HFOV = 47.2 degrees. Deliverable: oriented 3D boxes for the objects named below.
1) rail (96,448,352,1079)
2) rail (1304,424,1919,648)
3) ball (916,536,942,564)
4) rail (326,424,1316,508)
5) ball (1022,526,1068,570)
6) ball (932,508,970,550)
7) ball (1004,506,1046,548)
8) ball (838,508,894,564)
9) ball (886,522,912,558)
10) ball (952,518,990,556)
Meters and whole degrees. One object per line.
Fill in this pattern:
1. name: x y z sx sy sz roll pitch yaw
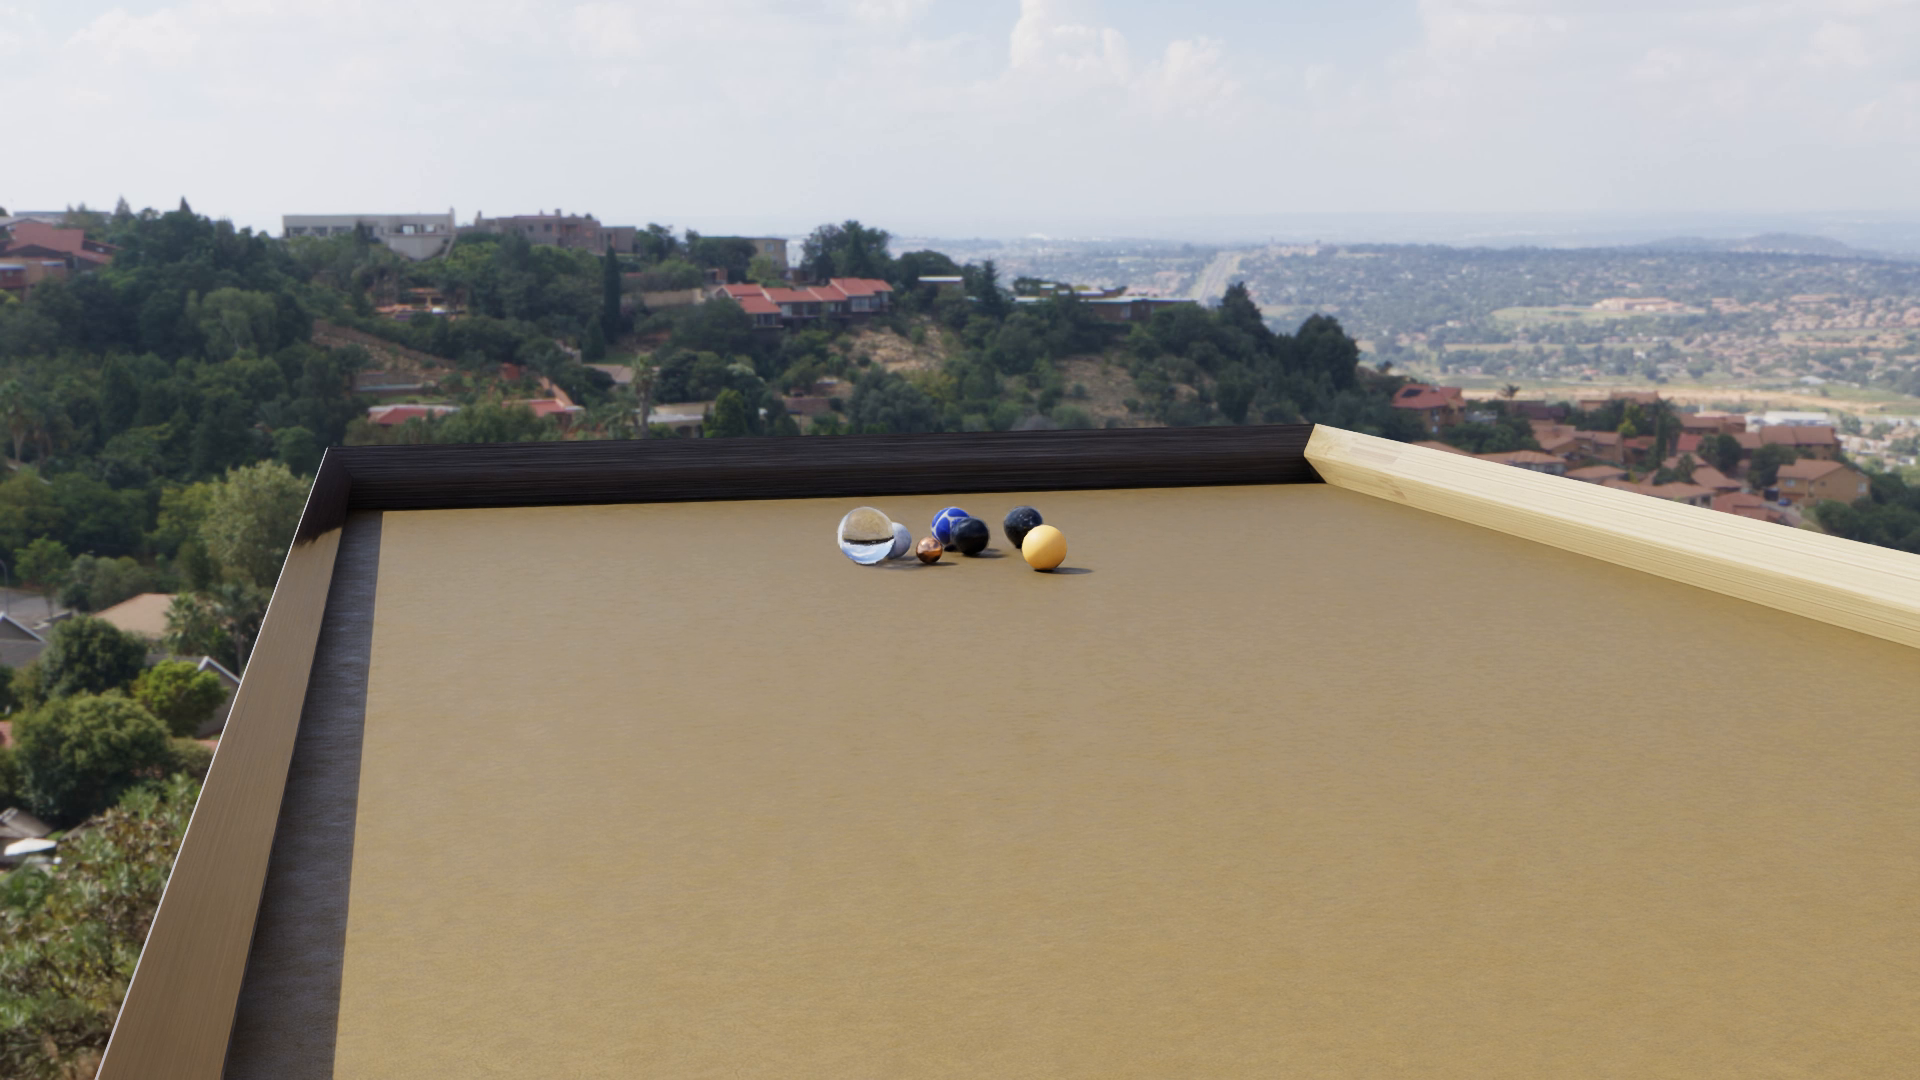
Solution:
1. rail: -0.717 0.132 2.359 0.045 0.115 3.643 -2 8 -14
2. rail: 1.156 0.067 2.819 0.045 0.115 3.643 -2 8 -14
3. ball: -0.048 0.016 3.438 0.042 0.042 0.042 0 8 0
4. rail: -0.214 -0.147 4.316 1.978 0.115 0.045 -2 8 -14
5. ball: 0.130 0.012 3.370 0.069 0.069 0.069 0 8 0
6. ball: -0.012 -0.019 3.586 0.069 0.069 0.069 0 8 0
7. ball: 0.106 -0.021 3.609 0.068 0.068 0.068 0 8 0
8. ball: -0.147 -0.007 3.435 0.089 0.089 0.089 0 8 0
9. ball: -0.105 0.001 3.495 0.057 0.057 0.057 0 8 0
10. ball: 0.016 -0.006 3.528 0.060 0.060 0.060 0 8 0
